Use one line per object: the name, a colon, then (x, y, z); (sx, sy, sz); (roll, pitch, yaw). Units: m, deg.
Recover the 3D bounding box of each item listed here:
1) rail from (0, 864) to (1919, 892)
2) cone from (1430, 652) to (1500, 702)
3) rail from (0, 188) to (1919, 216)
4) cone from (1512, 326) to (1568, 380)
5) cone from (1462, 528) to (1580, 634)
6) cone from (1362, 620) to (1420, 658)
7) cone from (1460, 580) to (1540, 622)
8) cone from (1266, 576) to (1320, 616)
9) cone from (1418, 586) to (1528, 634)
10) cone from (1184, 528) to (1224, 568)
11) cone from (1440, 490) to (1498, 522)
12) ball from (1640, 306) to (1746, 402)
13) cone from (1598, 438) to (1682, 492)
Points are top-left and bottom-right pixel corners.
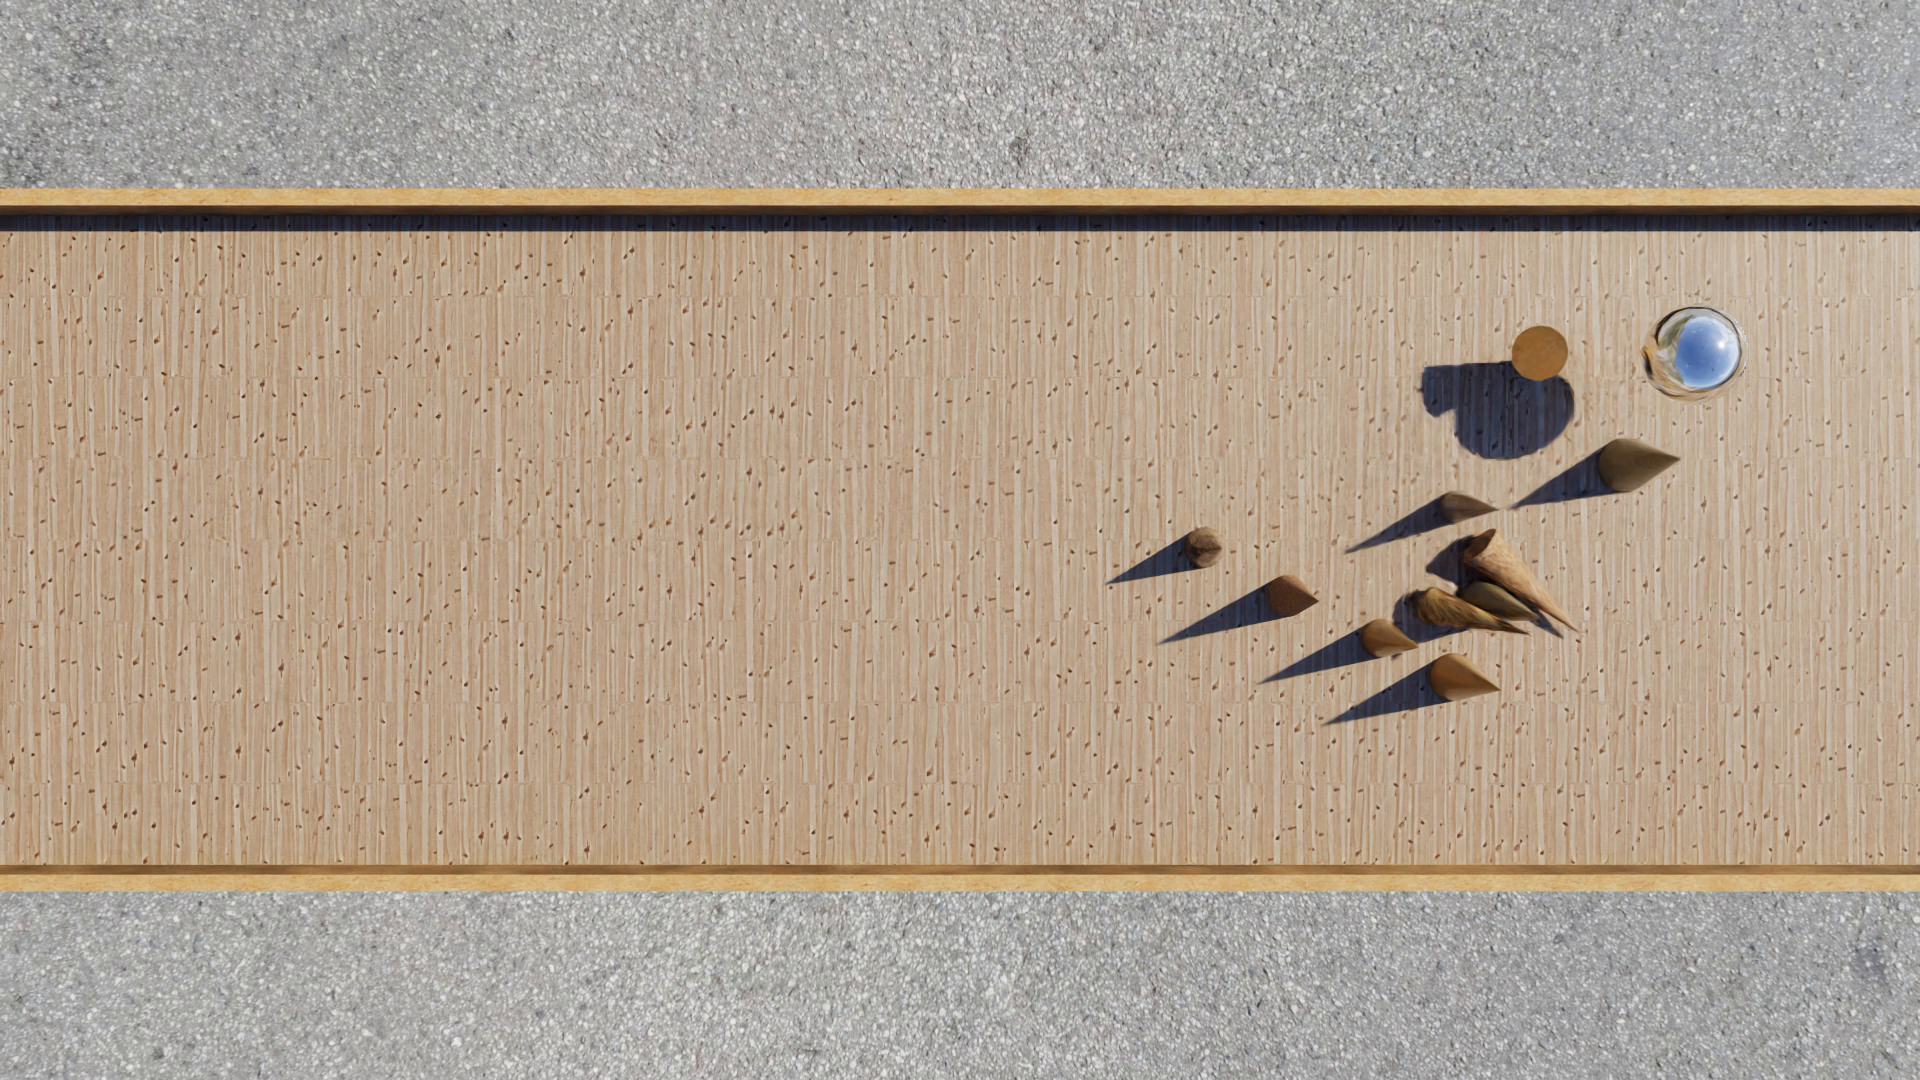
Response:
rail: (-2.247, 1.025, 5.001); (12.000, 0.150, 0.050); (0, 90, 0)
cone: (1.518, 0.422, 4.849); (0.148, 0.455, 0.148); (0, 90, 0)
rail: (-2.247, -1.025, 5.002); (12.000, 0.150, 0.050); (0, 90, 0)
cone: (1.768, -0.552, 4.945); (0.160, 0.304, 0.160); (2, 93, 30)
cone: (1.739, 0.155, 5.019); (0.433, 0.135, 0.135); (40, 90, -4)
cone: (1.295, 0.303, 4.861); (0.119, 0.430, 0.119); (0, 90, 0)
cone: (1.628, 0.207, 4.882); (0.145, 0.371, 0.145); (-1, 95, -8)
cone: (1.008, 0.172, 4.850); (0.129, 0.454, 0.129); (0, 90, 0)
cone: (1.541, 0.235, 4.885); (0.113, 0.386, 0.113); (-8, 106, -31)
cone: (0.752, 0.023, 4.903); (0.127, 0.346, 0.127); (0, 90, 0)
cone: (1.528, -0.095, 4.874); (0.101, 0.401, 0.101); (0, 92, -1)
ball: (2.075, -0.526, 4.674); (0.274, 0.274, 0.274); (0, 90, 0)
cone: (2.046, -0.230, 4.874); (0.169, 0.404, 0.169); (0, 90, 0)
